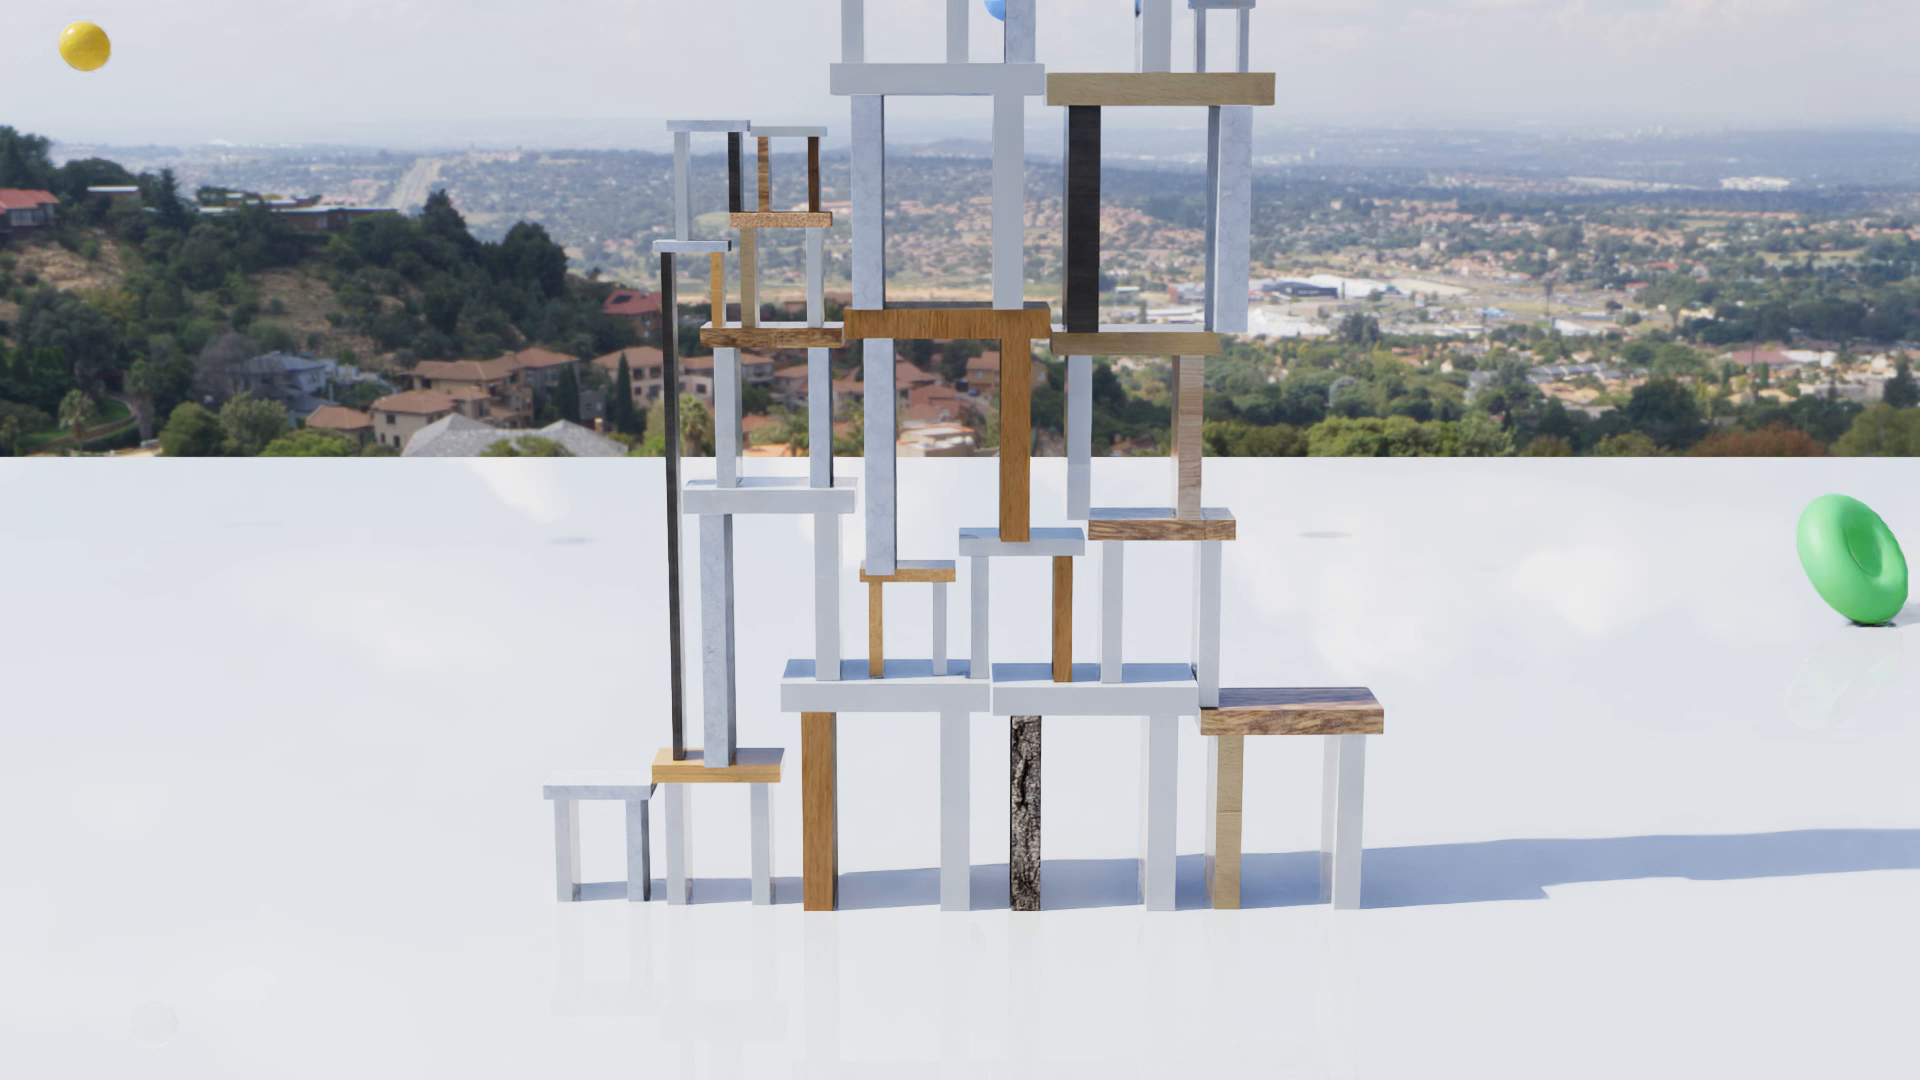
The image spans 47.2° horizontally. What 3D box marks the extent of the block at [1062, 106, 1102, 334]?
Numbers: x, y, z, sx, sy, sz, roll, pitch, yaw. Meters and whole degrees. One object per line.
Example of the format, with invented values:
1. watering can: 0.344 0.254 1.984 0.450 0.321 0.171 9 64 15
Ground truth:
1. block: 0.190 -0.507 3.465 0.049 0.347 0.173 0 11 0

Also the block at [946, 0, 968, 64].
1. block: -0.004 -0.857 3.395 0.034 0.240 0.120 0 11 0

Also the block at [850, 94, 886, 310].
1. block: -0.144 -0.532 3.455 0.046 0.327 0.163 0 11 0

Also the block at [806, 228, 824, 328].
1. block: -0.229 -0.417 3.479 0.022 0.156 0.078 0 11 0

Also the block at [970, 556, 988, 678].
1. block: 0.031 0.116 3.577 0.029 0.202 0.101 0 11 0

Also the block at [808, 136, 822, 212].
1. block: -0.228 -0.574 3.454 0.017 0.117 0.059 0 11 0

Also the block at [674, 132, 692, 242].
1. block: -0.435 -0.556 3.458 0.018 0.169 0.063 0 11 0

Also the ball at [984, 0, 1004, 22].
1. ball: 0.128 -1.443 5.837 0.130 0.130 0.130 0 11 0

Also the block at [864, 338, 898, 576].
1. block: -0.127 -0.143 3.531 0.046 0.375 0.161 0 11 0

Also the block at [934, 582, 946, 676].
1. block: -0.033 0.137 3.590 0.022 0.155 0.077 0 11 0

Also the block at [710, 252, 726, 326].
1. block: -0.383 -0.399 3.485 0.017 0.117 0.059 0 10 0

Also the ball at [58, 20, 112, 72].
1. ball: -2.514 -1.418 6.316 0.142 0.142 0.142 0 11 0

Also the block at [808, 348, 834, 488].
1. block: -0.222 -0.202 3.527 0.031 0.222 0.111 0 11 0

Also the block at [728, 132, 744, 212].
1. block: -0.352 -0.578 3.454 0.018 0.125 0.063 0 11 0

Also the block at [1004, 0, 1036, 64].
1. block: 0.093 -0.892 3.393 0.044 0.310 0.155 0 11 0

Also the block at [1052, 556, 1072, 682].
1. block: 0.166 0.119 3.578 0.029 0.208 0.101 0 11 0

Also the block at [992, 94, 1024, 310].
1. block: 0.074 -0.533 3.456 0.046 0.327 0.163 0 11 0

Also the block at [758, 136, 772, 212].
1. block: -0.306 -0.574 3.454 0.017 0.117 0.058 0 11 0

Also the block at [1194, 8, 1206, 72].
1. block: 0.372 -0.774 3.411 0.014 0.099 0.050 0 11 0

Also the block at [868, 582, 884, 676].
1. block: -0.136 0.137 3.590 0.022 0.155 0.077 0 11 0

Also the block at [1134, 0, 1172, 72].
1. block: 0.299 -0.885 3.392 0.044 0.324 0.155 0 11 0

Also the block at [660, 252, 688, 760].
1. block: -0.461 -0.050 3.549 0.017 0.826 0.059 0 11 0

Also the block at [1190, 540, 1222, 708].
1. block: 0.400 0.125 3.580 0.033 0.275 0.117 0 11 0

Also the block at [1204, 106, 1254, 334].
1. block: 0.422 -0.507 3.464 0.049 0.346 0.173 0 11 0

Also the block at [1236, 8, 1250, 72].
1. block: 0.438 -0.774 3.410 0.014 0.099 0.050 0 11 0

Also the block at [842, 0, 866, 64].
1. block: -0.164 -0.856 3.394 0.034 0.240 0.120 0 11 0

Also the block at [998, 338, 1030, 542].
1. block: 0.087 -0.170 3.526 0.046 0.321 0.161 0 11 0

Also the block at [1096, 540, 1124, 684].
1. block: 0.244 0.105 3.576 0.033 0.235 0.117 0 11 0

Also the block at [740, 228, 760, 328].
1. block: -0.332 -0.417 3.479 0.022 0.156 0.078 0 11 0

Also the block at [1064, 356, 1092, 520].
1. block: 0.188 -0.172 3.529 0.037 0.262 0.131 0 11 0

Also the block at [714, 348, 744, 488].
1. block: -0.371 -0.202 3.527 0.031 0.222 0.111 0 11 0

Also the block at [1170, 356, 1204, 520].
1. block: 0.363 -0.172 3.528 0.037 0.262 0.131 0 11 0
